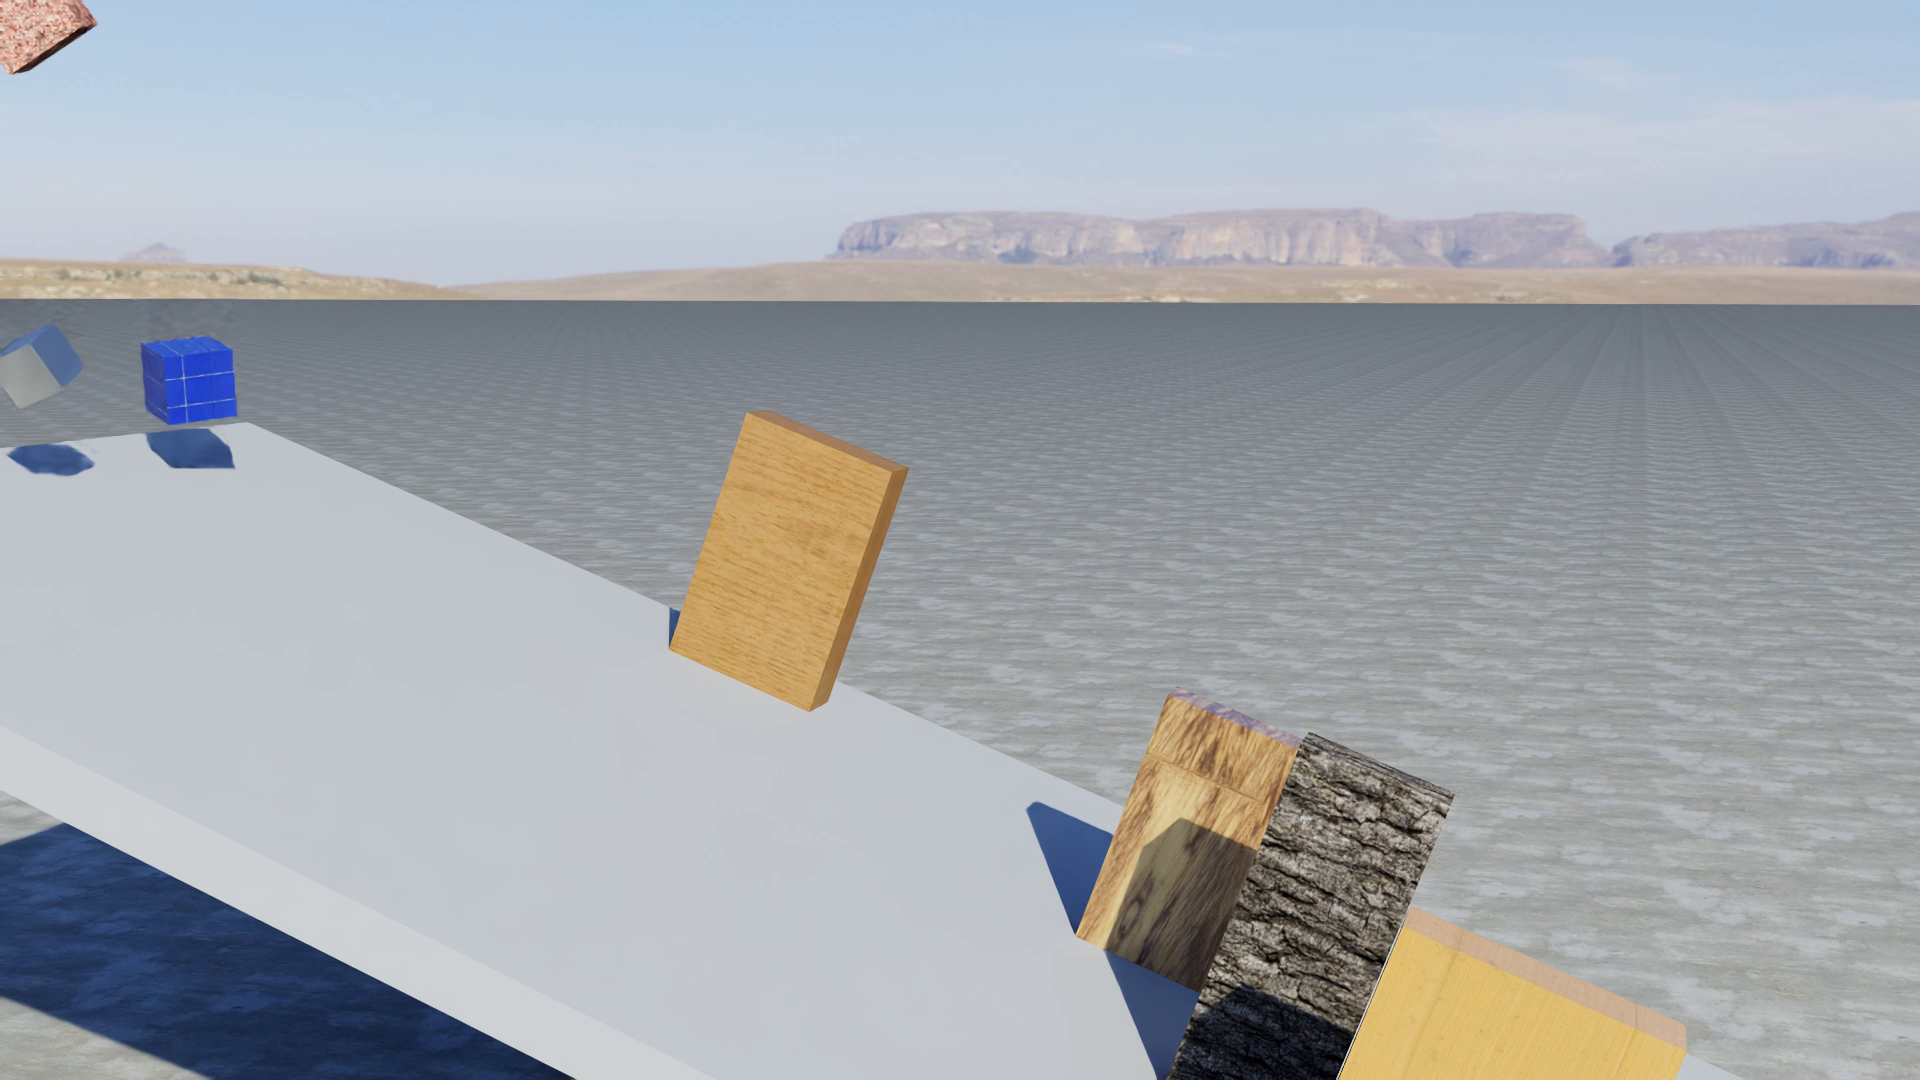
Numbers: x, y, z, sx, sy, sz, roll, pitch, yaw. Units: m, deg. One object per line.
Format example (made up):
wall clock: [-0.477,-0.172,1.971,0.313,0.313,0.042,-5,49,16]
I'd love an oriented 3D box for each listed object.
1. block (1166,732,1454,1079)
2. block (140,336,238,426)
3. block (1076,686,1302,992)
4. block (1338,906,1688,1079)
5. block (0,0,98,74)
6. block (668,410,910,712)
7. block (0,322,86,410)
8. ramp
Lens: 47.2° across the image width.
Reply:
block: [0.569,0.663,3.609,0.253,0.641,0.094,23,13,13]
block: [-1.723,-0.358,4.914,0.152,0.152,0.152,-12,23,-36]
block: [0.512,0.597,4.121,0.438,0.508,0.088,23,13,13]
block: [0.700,0.865,3.060,0.397,0.588,0.107,23,13,13]
block: [-2.023,-1.144,4.768,0.186,0.186,0.186,-34,18,0]
block: [-0.388,0.045,4.960,0.362,0.579,0.120,23,13,13]
block: [-1.849,-0.349,4.405,0.109,0.109,0.109,-21,25,15]
ramp: [-0.332,0.606,4.210,4.000,0.100,2.000,23,13,13]
